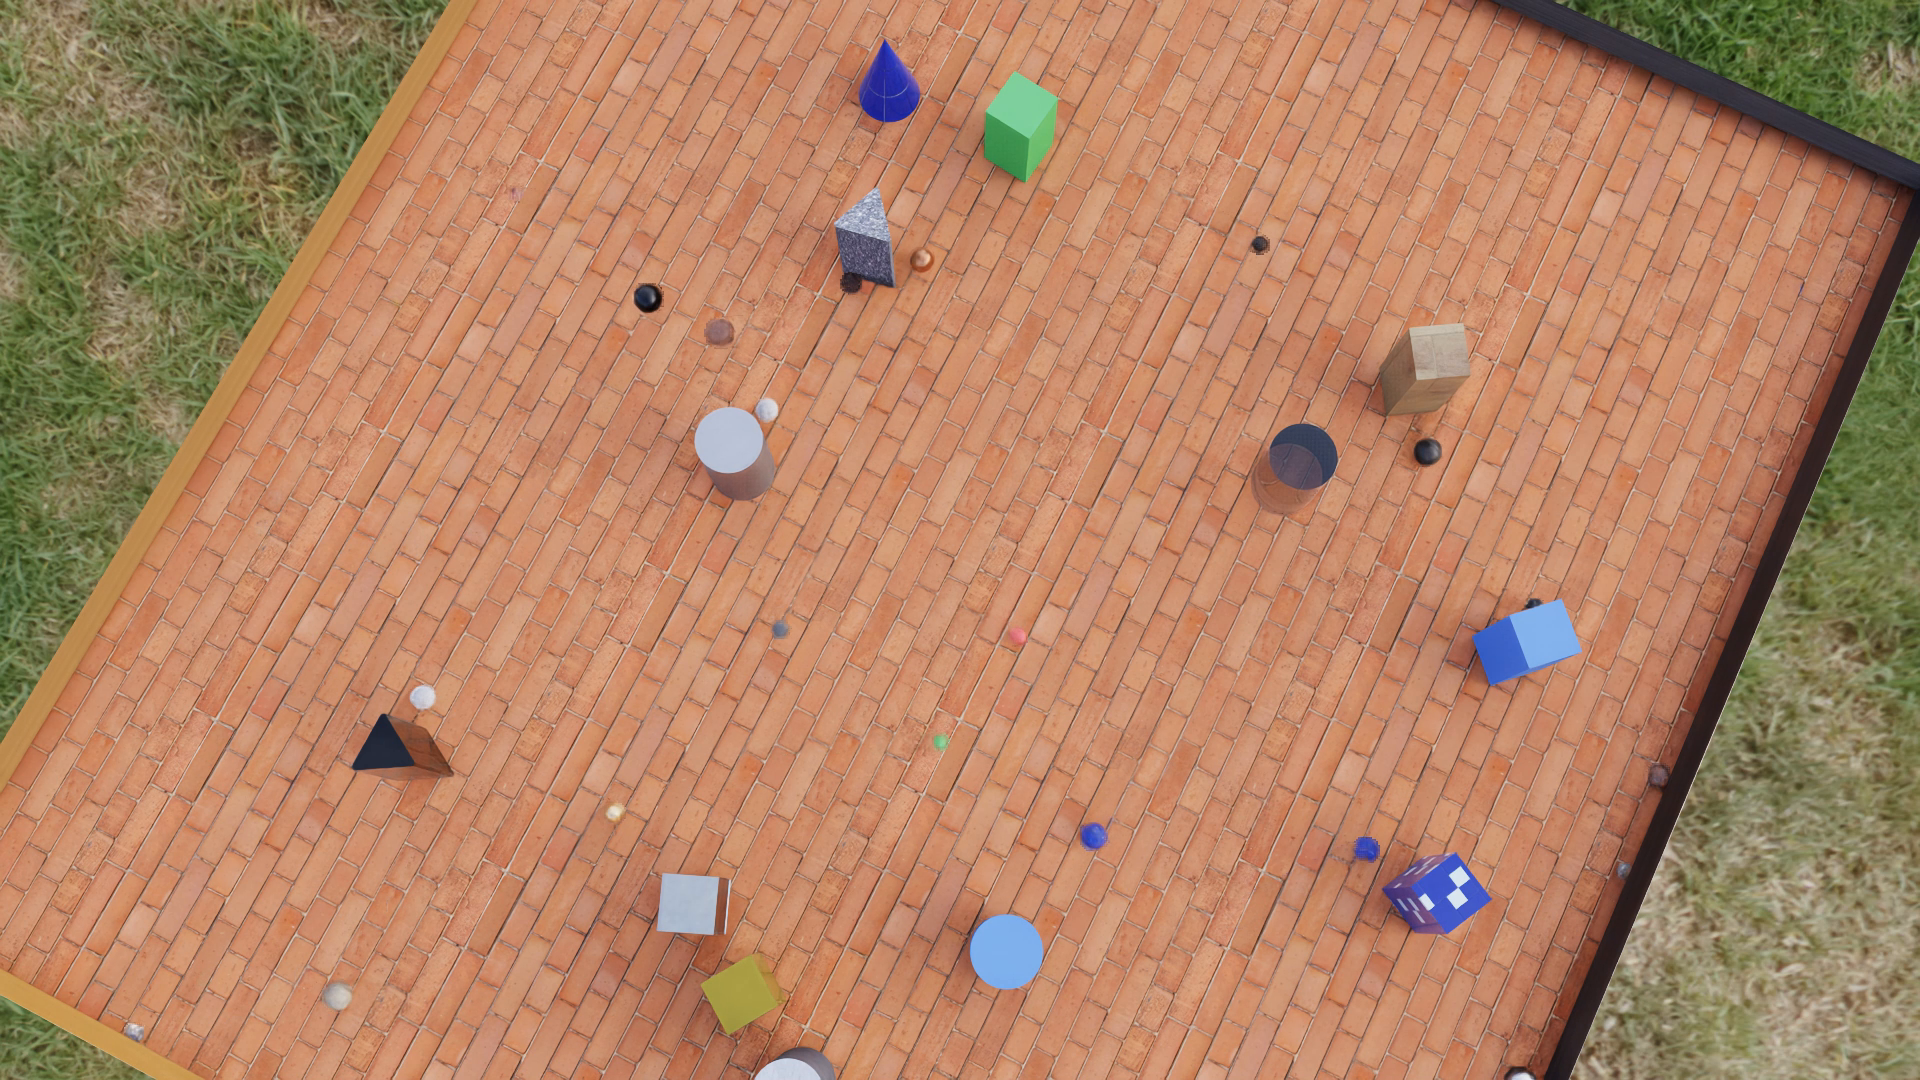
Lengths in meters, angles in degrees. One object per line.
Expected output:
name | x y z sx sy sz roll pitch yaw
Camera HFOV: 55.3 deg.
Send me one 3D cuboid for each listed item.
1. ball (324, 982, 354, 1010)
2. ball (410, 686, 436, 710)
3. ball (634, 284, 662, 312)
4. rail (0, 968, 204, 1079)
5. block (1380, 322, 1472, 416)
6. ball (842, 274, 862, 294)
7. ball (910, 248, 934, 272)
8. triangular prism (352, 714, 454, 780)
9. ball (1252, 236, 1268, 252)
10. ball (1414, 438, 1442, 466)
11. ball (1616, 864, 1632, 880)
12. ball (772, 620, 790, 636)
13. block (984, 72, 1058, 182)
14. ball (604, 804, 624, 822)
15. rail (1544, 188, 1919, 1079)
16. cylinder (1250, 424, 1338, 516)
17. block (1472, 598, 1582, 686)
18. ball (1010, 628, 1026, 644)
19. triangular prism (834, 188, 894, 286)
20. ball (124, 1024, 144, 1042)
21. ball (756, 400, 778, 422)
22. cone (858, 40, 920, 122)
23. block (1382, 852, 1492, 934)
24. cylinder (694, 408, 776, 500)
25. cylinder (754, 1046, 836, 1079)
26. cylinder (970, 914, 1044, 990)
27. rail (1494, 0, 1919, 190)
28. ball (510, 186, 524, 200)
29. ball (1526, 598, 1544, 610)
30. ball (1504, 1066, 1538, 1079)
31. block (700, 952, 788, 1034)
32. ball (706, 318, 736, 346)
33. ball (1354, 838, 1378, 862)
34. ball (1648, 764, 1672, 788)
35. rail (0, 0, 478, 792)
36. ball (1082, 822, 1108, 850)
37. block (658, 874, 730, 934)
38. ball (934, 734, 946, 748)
ball | -1.798 1.319 5.302 0.081 0.081 0.081 0 78 0
ball | -1.608 0.471 5.482 0.072 0.072 0.072 0 78 0
ball | -0.976 -0.756 5.727 0.090 0.090 0.090 0 78 0
rail | -1.067 2.097 5.115 4.472 0.129 0.045 26 80 5
block | 1.396 -0.509 5.521 0.159 0.394 0.159 -5 78 -1
ball | -0.338 -0.806 5.752 0.062 0.062 0.062 0 78 0
ball | -0.120 -0.878 5.760 0.074 0.074 0.074 0 78 0
triangular prism | -1.602 0.596 5.286 0.172 0.406 0.149 -4 78 -1
ball | 0.948 -0.934 5.785 0.049 0.049 0.049 0 78 0
ball | 1.437 -0.271 5.628 0.087 0.087 0.087 0 78 0
ball | 1.956 0.976 5.392 0.044 0.044 0.044 0 78 0
ball | -0.541 0.267 5.536 0.051 0.051 0.051 0 78 0
block | 0.187 -1.282 5.709 0.159 0.340 0.159 33 80 6
ball | -1.024 0.808 5.420 0.057 0.057 0.057 0 78 0
rail | 1.979 0.976 5.348 0.045 0.129 4.821 26 80 5
cylinder | 0.995 -0.207 5.481 0.199 0.349 0.199 0 78 0
block | 1.652 0.303 5.357 0.159 0.386 0.159 -17 79 -3
ball | 0.174 0.289 5.531 0.050 0.050 0.050 0 78 0
triangular prism | -0.266 -0.932 5.603 0.172 0.405 0.149 17 79 3
ball | -2.385 1.426 5.294 0.054 0.054 0.054 0 78 0
ball | -0.596 -0.399 5.663 0.071 0.071 0.071 0 78 0
cone | -0.228 -1.479 5.730 0.199 0.377 0.199 0 78 0
block | 1.354 1.009 5.224 0.159 0.360 0.159 -35 80 -7
cylinder | -0.670 -0.254 5.487 0.199 0.356 0.199 0 78 0
cylinder | -0.457 1.520 5.070 0.199 0.454 0.199 0 78 0
cylinder | 0.127 1.159 5.174 0.199 0.397 0.199 0 78 0
rail | 1.067 -2.084 5.981 4.472 0.129 0.045 26 80 5
ball | -1.409 -1.104 5.822 0.044 0.044 0.044 0 78 0
ball | 1.742 0.201 5.549 0.050 0.050 0.050 0 78 0
ball | 1.604 1.558 5.243 0.099 0.099 0.099 0 78 0
block | -0.611 1.286 5.206 0.159 0.283 0.159 -30 80 -6
ball | -0.744 -0.646 5.705 0.088 0.088 0.088 0 78 0
ball | 1.195 0.912 5.394 0.066 0.066 0.066 0 78 0
ball | 2.075 0.700 5.438 0.067 0.067 0.067 0 78 0
rail | -1.979 -0.962 5.749 0.045 0.129 4.821 26 80 5
ball | 0.396 0.871 5.397 0.077 0.077 0.077 0 78 0
block | -0.761 1.046 5.262 0.159 0.270 0.159 4 78 1
ball | -0.060 0.602 5.471 0.041 0.041 0.041 0 78 0
